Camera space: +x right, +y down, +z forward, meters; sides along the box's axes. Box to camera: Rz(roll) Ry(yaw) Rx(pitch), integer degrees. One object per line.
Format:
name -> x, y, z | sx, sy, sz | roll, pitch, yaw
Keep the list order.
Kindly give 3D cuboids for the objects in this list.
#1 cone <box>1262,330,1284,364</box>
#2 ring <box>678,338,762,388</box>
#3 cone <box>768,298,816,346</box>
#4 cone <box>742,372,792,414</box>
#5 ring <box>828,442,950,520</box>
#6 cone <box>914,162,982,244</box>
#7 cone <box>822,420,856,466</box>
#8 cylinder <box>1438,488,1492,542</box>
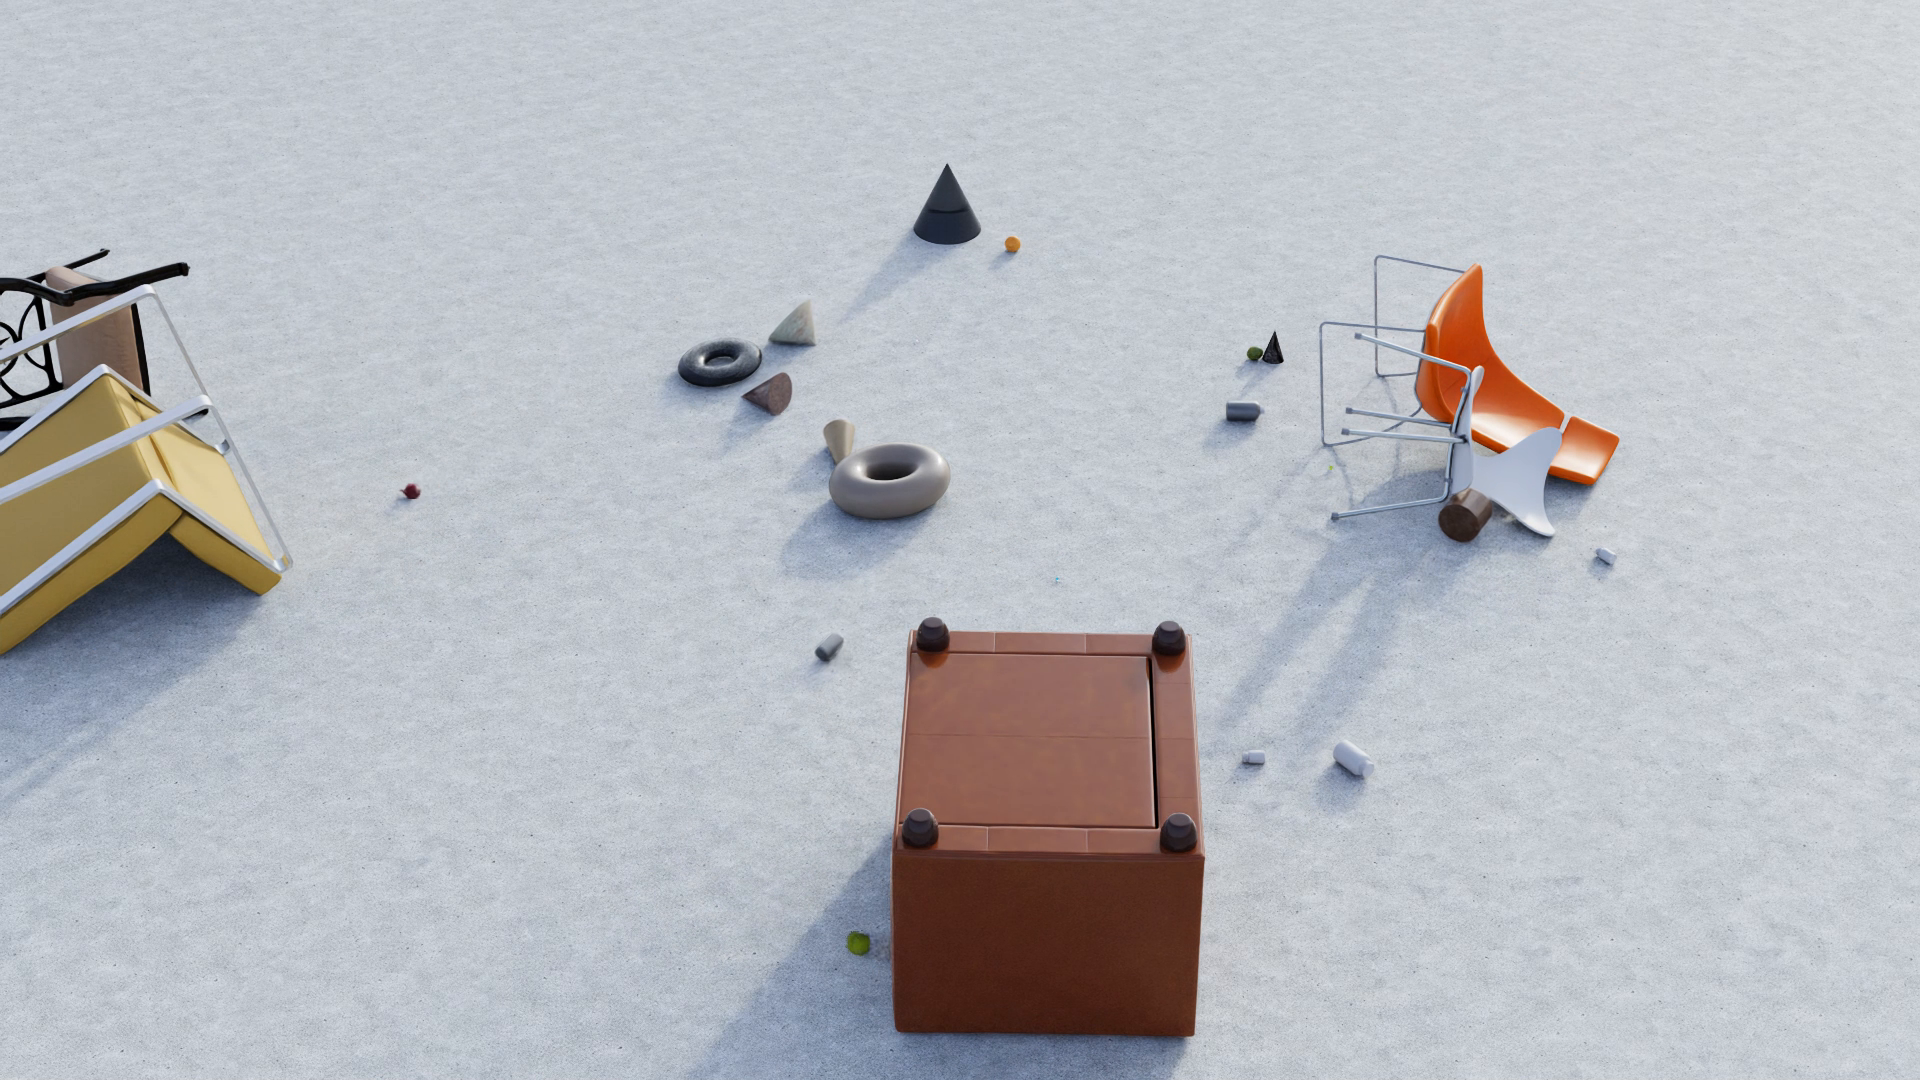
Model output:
cone -> 1.288, -0.802, 12.033 | 0.092, 0.142, 0.074 | 11, 35, 16
ring -> -0.981, -0.728, 11.991 | 0.314, 0.066, 0.389 | 21, 38, 28
cone -> -0.652, -0.862, 12.174 | 0.157, 0.200, 0.262 | 44, 58, 3
cone -> -0.803, -0.583, 11.766 | 0.201, 0.140, 0.192 | -3, 45, 34
ring -> -0.267, -0.227, 11.152 | 0.479, 0.154, 0.385 | -15, 37, -19
cone -> -0.056, -1.525, 12.966 | 0.303, 0.323, 0.326 | -2, 33, -3
cone -> -0.458, -0.314, 11.365 | 0.128, 0.122, 0.325 | -19, 43, 11
cylinder -> 1.886, -0.093, 10.943 | 0.162, 0.158, 0.132 | 12, 35, 29
